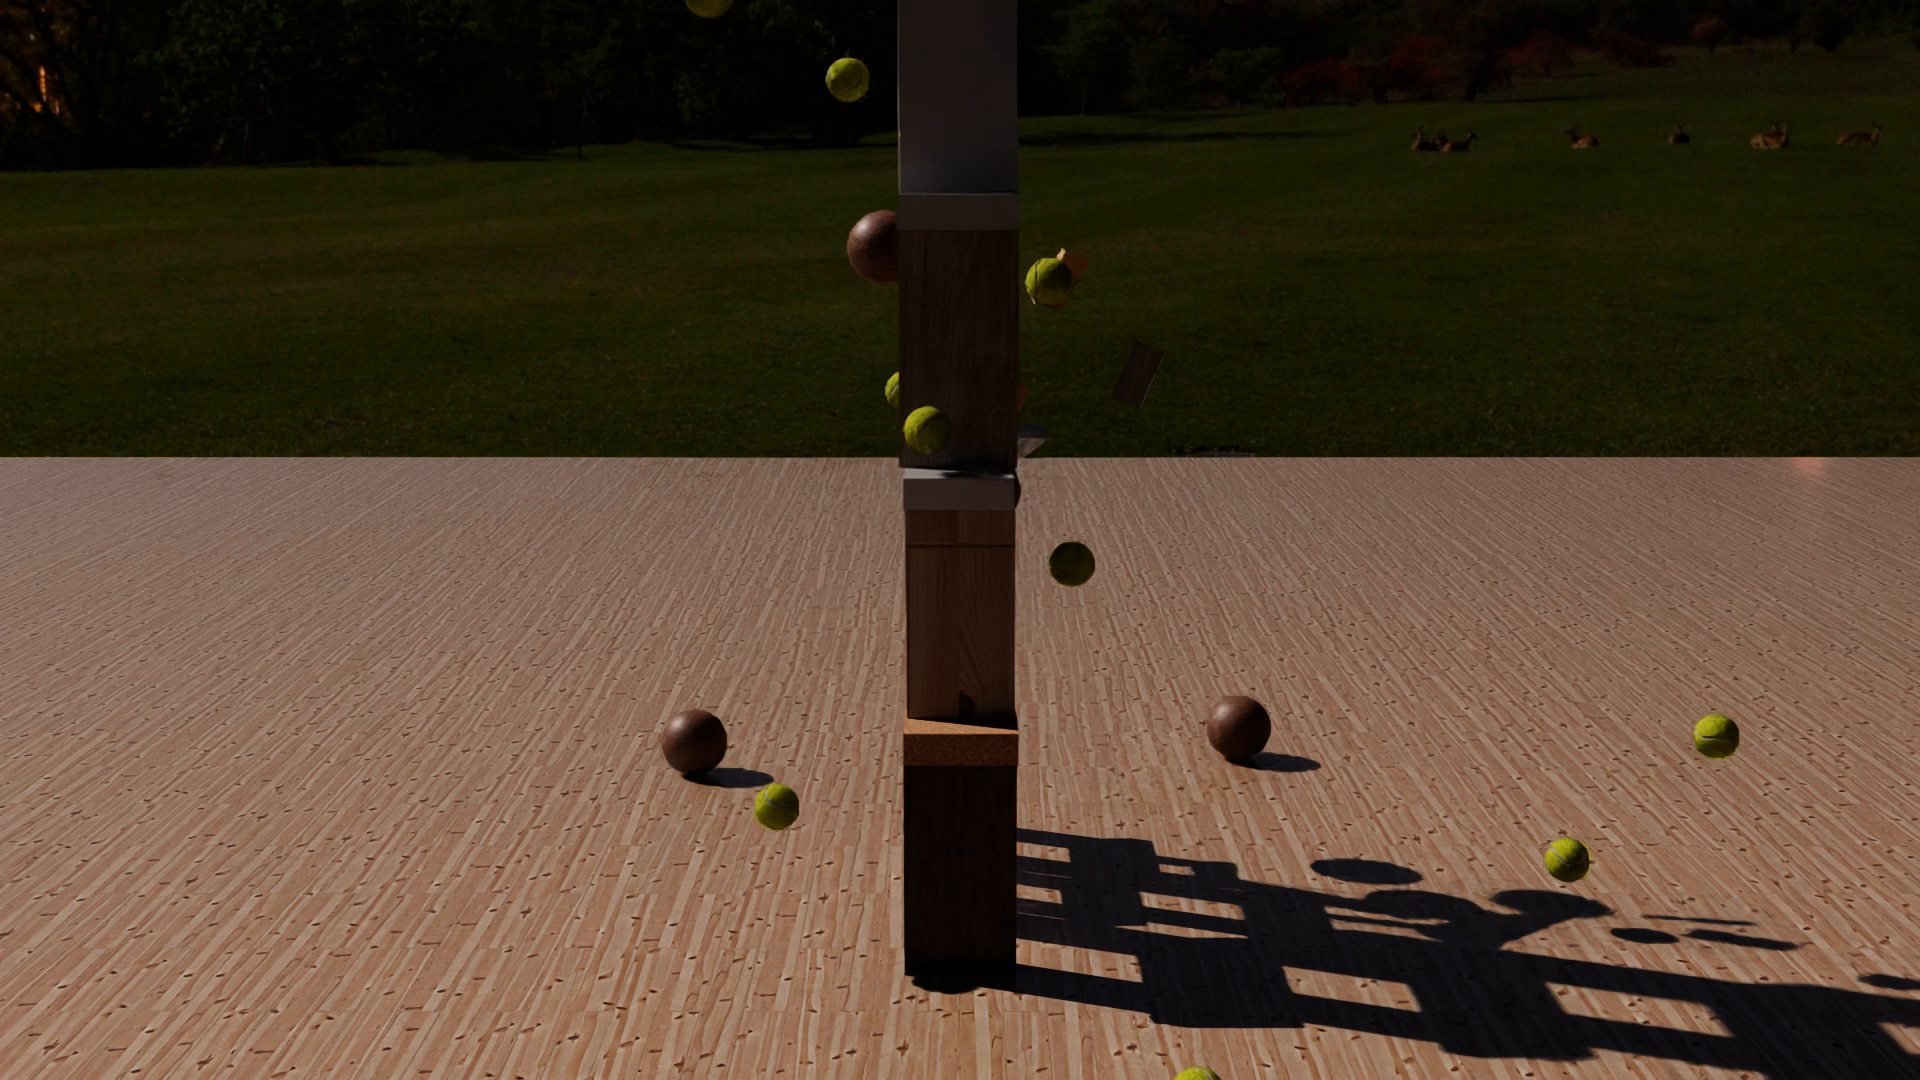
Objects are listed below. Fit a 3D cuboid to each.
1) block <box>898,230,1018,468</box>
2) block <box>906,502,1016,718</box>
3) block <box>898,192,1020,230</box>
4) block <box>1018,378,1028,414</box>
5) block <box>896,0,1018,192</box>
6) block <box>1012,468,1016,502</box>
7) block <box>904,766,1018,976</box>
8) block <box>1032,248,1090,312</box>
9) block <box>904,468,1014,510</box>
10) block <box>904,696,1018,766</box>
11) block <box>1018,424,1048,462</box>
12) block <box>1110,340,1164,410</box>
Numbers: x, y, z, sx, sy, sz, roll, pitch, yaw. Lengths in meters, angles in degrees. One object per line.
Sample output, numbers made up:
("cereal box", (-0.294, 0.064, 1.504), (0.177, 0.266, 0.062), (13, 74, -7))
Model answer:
("block", (-0.002, -0.288, 3.297), (0.178, 0.355, 0.050), (0, 11, 0))
("block", (0.001, 0.105, 3.291), (0.162, 0.323, 0.046), (0, 11, 0))
("block", (0.000, -0.509, 3.374), (0.178, 0.050, 0.355), (0, 10, 1))
("block", (0.082, -0.230, 3.742), (0.015, 0.053, 0.105), (-5, 47, 34))
("block", (-0.004, -0.695, 3.267), (0.175, 0.351, 0.050), (-1, 7, -4))
("block", (0.001, -0.213, 3.551), (0.178, 0.595, 0.050), (0, 11, 1))
("block", (0.000, 0.486, 3.307), (0.168, 0.337, 0.048), (0, 10, 0))
("block", (0.170, -0.437, 3.705), (0.053, 0.105, 0.015), (15, 32, -30))
("block", (-0.002, -0.096, 3.364), (0.162, 0.046, 0.323), (0, 11, 0))
("block", (0.002, 0.276, 3.383), (0.168, 0.048, 0.337), (0, 10, 0))
("block", (0.053, -0.164, 3.685), (0.175, 0.025, 0.087), (0, -24, -36))
("block", (0.303, -0.281, 3.753), (0.053, 0.105, 0.015), (25, 6, 8))
